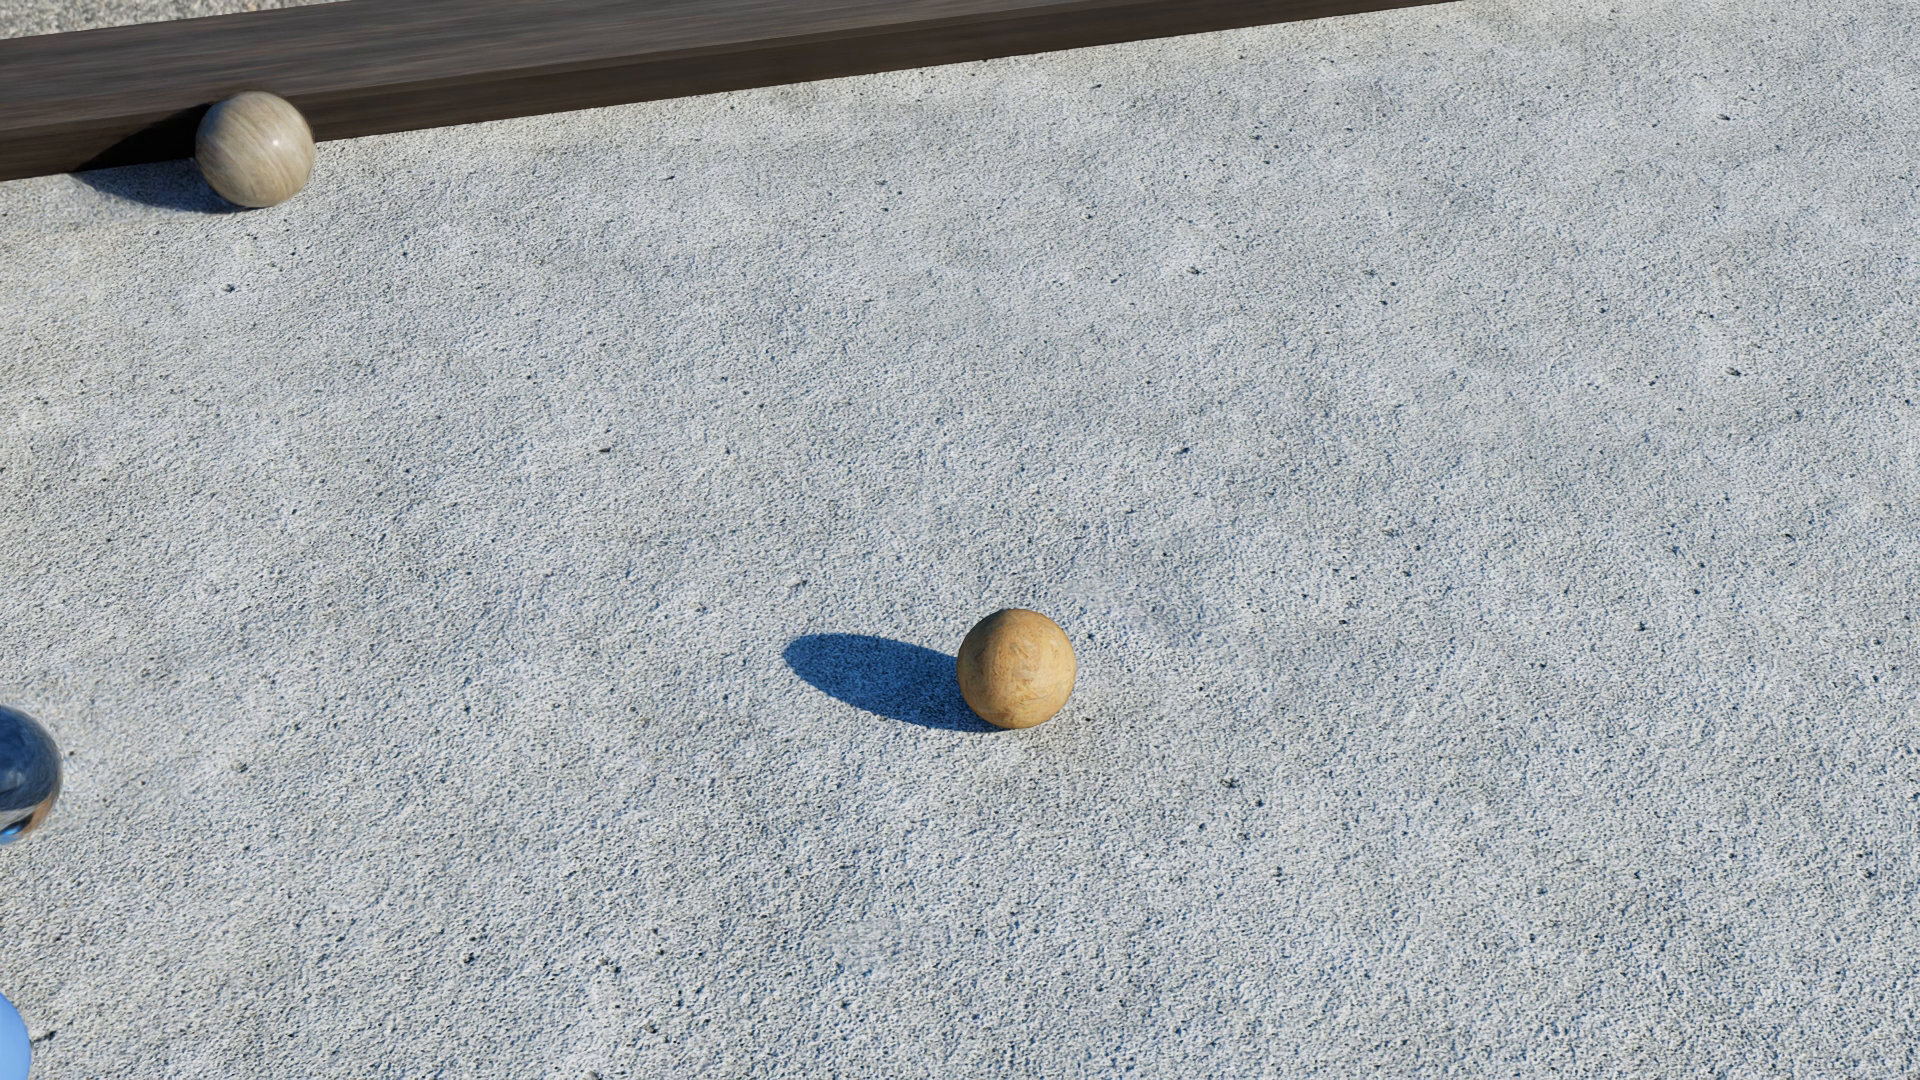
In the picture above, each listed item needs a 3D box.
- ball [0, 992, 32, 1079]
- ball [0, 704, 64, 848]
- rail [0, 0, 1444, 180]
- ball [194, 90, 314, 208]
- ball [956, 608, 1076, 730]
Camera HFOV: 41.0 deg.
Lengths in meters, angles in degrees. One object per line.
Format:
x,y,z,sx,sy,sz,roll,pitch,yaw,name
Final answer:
-0.488,0.250,1.231,0.080,0.080,0.080,0,36,0,ball
-0.531,0.129,1.400,0.079,0.079,0.079,0,36,0,ball
0.451,-0.525,2.279,2.690,0.117,0.045,-9,37,-13,rail
-0.548,-0.304,1.995,0.090,0.090,0.090,0,36,0,ball
0.033,0.074,1.484,0.070,0.070,0.070,0,36,0,ball
